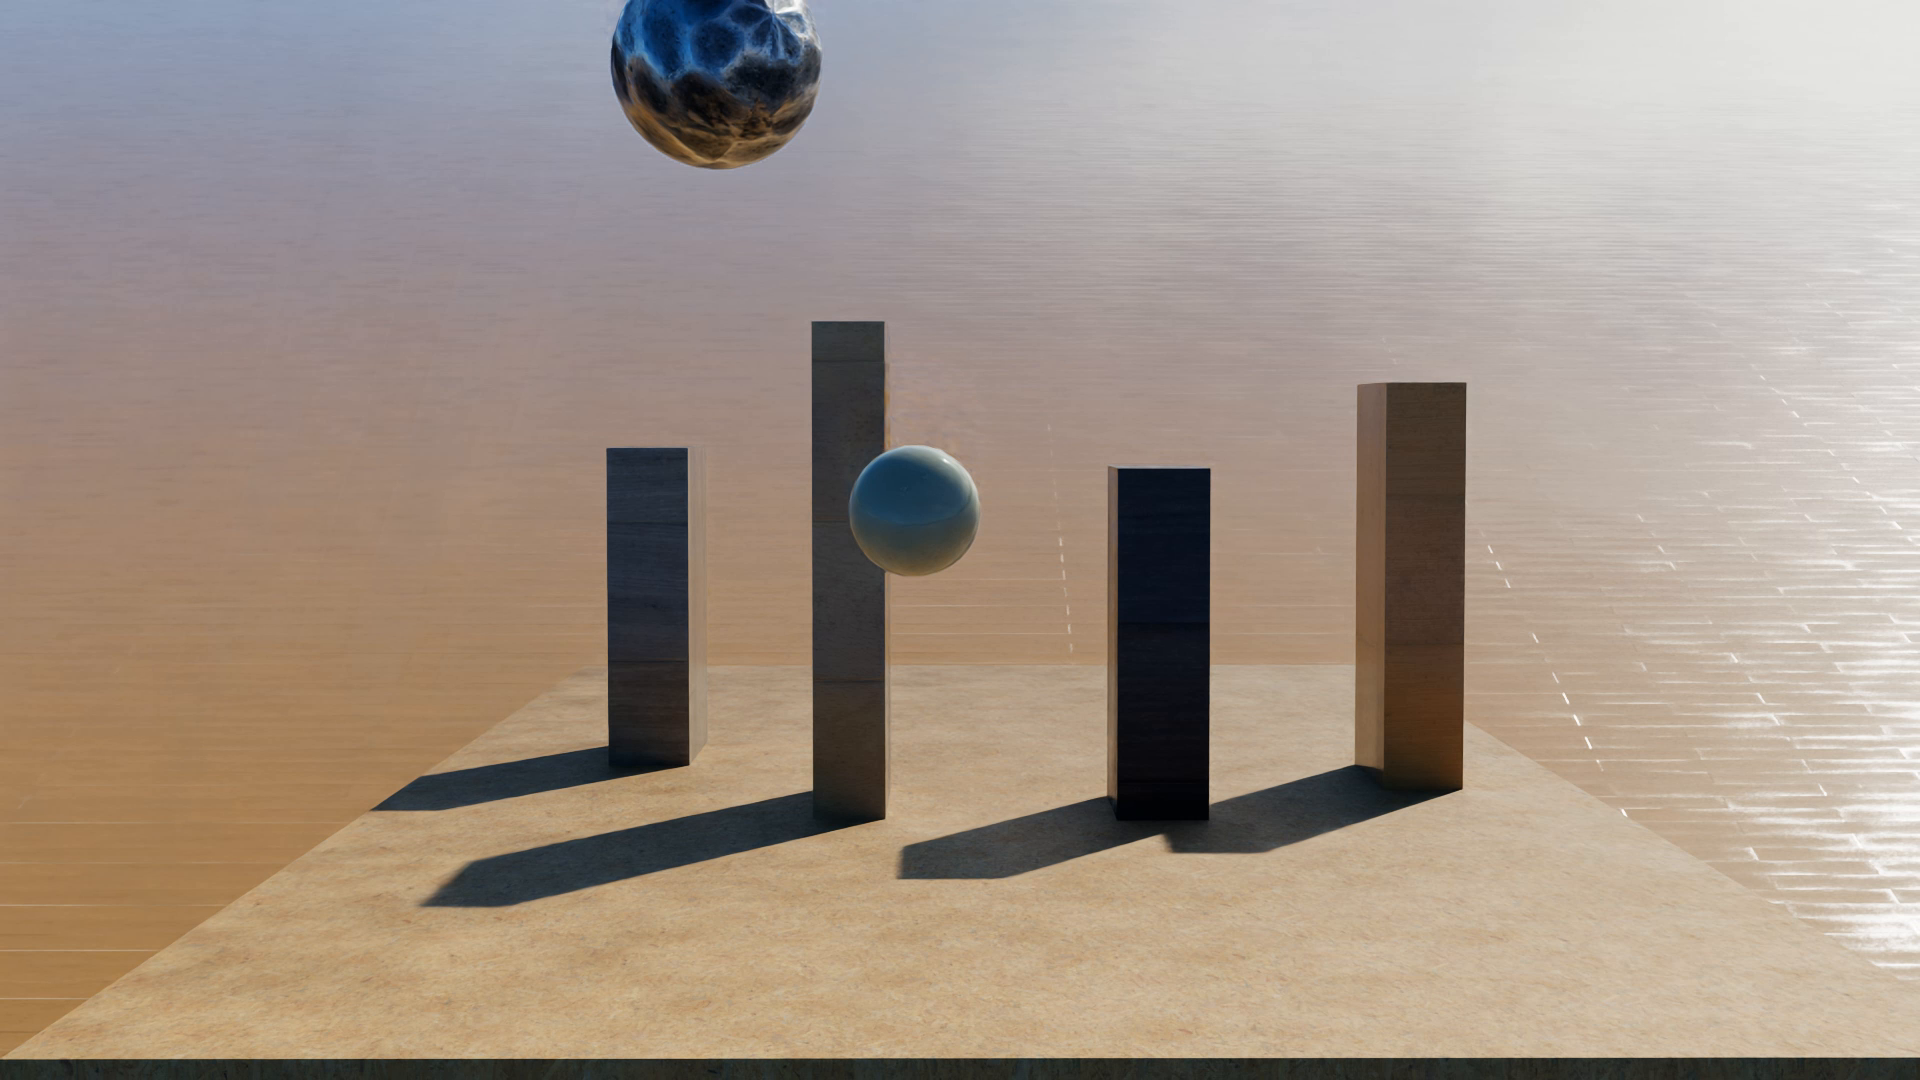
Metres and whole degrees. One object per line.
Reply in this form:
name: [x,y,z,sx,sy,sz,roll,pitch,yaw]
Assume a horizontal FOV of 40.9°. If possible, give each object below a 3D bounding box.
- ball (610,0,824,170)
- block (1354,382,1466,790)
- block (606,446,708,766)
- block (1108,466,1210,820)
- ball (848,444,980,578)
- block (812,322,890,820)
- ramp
ball: [-0.210,-0.413,2.223,0.183,0.183,0.183,0,22,0]
block: [0.784,0.071,4.494,0.134,0.688,0.315,0,3,0]
block: [-0.563,0.113,4.812,0.146,0.575,0.341,0,3,0]
block: [0.317,0.157,4.142,0.144,0.550,0.266,0,3,0]
ball: [-0.048,-0.031,2.755,0.142,0.142,0.142,0,22,0]
block: [-0.174,0.041,4.187,0.114,0.779,0.339,0,3,0]
ramp: [0.051,0.464,4.534,2.000,0.100,4.000,0,3,0]
